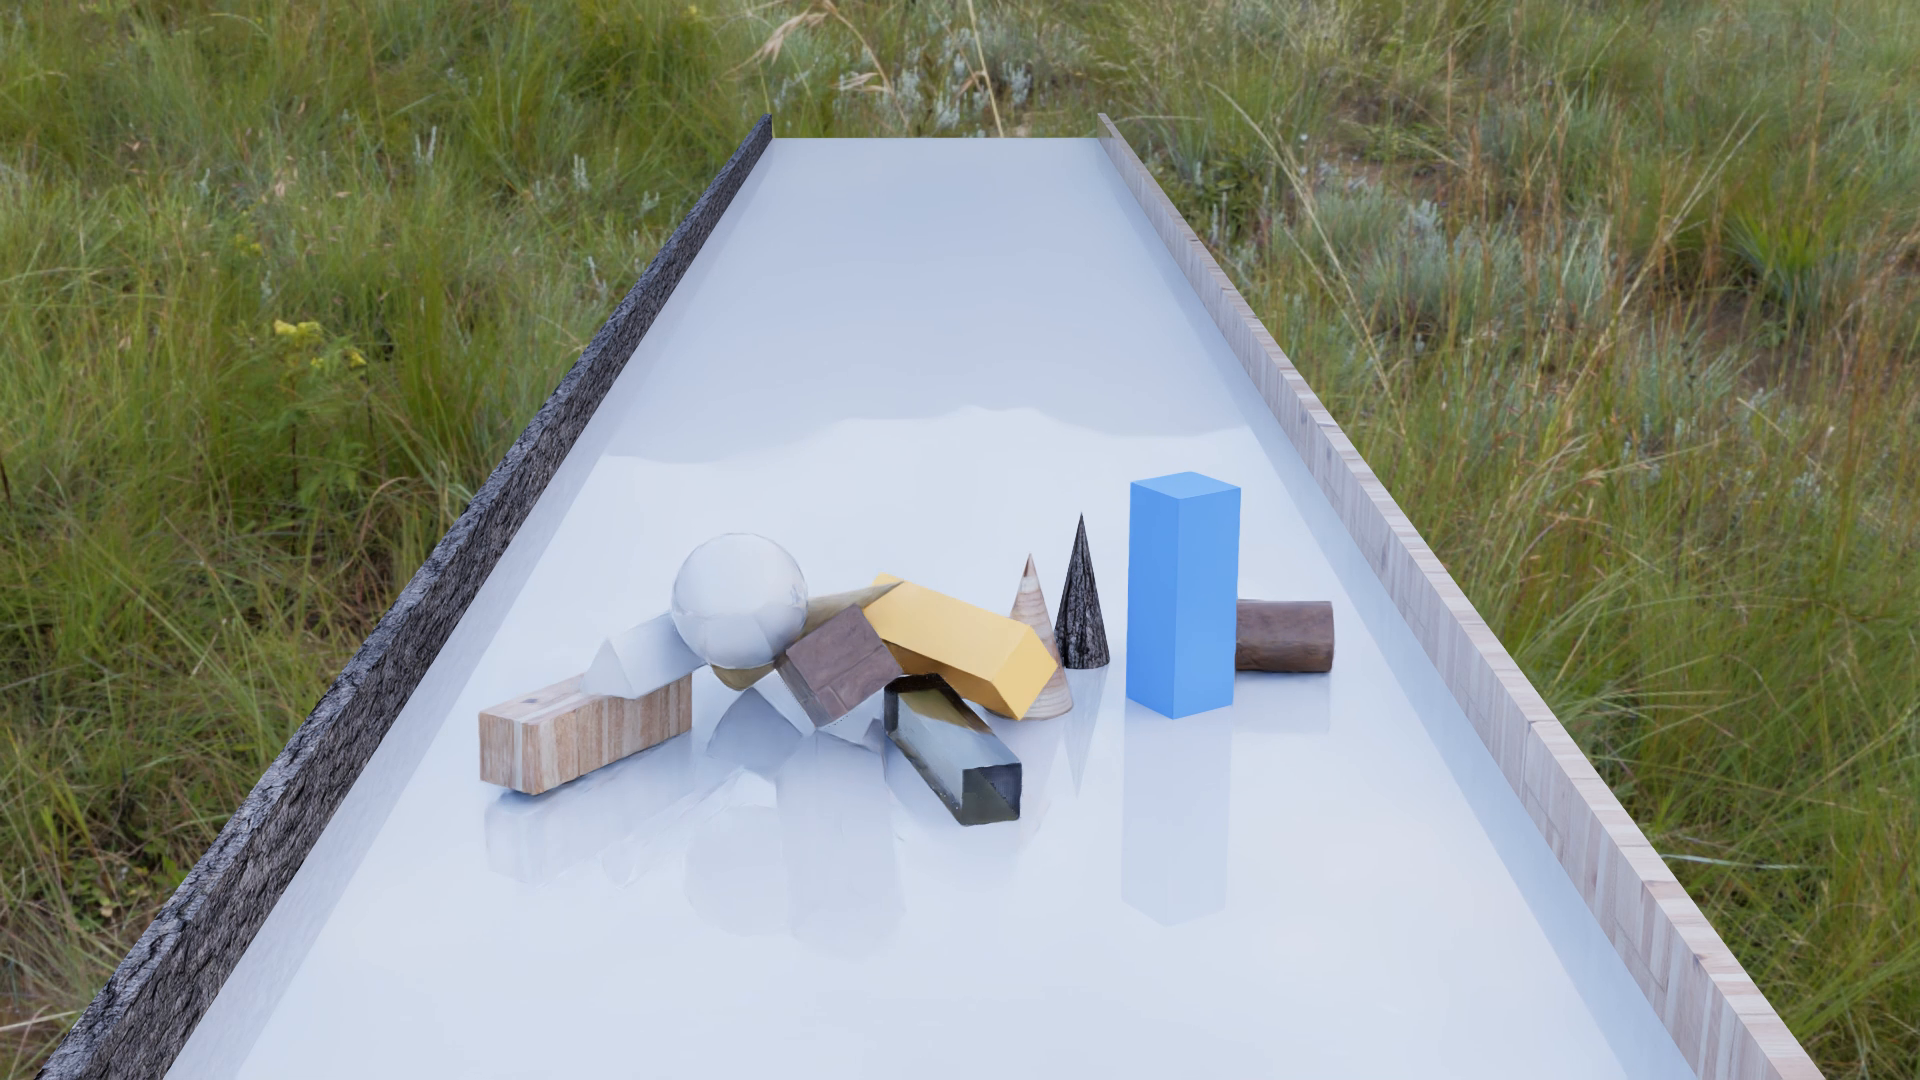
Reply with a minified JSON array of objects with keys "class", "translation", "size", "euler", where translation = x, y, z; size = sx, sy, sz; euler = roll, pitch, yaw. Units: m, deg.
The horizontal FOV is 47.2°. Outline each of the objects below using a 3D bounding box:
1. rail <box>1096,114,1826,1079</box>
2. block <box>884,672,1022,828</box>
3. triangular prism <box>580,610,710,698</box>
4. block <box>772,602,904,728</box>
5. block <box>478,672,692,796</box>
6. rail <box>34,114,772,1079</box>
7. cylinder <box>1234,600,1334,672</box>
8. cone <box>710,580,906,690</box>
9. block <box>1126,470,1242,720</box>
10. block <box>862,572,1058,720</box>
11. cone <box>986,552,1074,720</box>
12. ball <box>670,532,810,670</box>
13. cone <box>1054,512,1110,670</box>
[{"class":"rail","translation":[0.932,-0.844,7.801],"size":[0.050,0.150,12.000],"euler":[0,17,-1]},{"class":"block","translation":[-0.018,0.359,3.839],"size":[0.102,0.102,0.453],"euler":[-5,17,-18]},{"class":"triangular prism","translation":[-0.539,0.182,3.983],"size":[0.118,0.102,0.357],"euler":[8,15,24]},{"class":"block","translation":[-0.221,0.226,3.881],"size":[0.145,0.145,0.389],"euler":[-35,-1,-10]},{"class":"block","translation":[-0.655,0.319,3.894],"size":[0.124,0.124,0.430],"euler":[10,16,29]},{"class":"rail","translation":[-1.118,-0.838,7.780],"size":[0.050,0.150,12.000],"euler":[0,17,-1]},{"class":"cylinder","translation":[0.561,0.187,4.354],"size":[0.341,0.139,0.139],"euler":[1,17,3]},{"class":"cone","translation":[-0.272,0.145,4.151],"size":[0.424,0.159,0.159],"euler":[-22,5,28]},{"class":"block","translation":[0.418,0.102,4.135],"size":[0.145,0.427,0.145],"euler":[-11,20,-32]},{"class":"block","translation":[-0.021,0.194,4.089],"size":[0.387,0.128,0.128],"euler":[19,64,41]},{"class":"cone","translation":[0.130,0.165,4.134],"size":[0.174,0.305,0.174],"euler":[0,16,0]},{"class":"ball","translation":[-0.394,0.109,3.938],"size":[0.247,0.247,0.247],"euler":[0,17,0]},{"class":"cone","translation":[0.240,0.090,4.378],"size":[0.126,0.312,0.126],"euler":[0,17,0]}]
